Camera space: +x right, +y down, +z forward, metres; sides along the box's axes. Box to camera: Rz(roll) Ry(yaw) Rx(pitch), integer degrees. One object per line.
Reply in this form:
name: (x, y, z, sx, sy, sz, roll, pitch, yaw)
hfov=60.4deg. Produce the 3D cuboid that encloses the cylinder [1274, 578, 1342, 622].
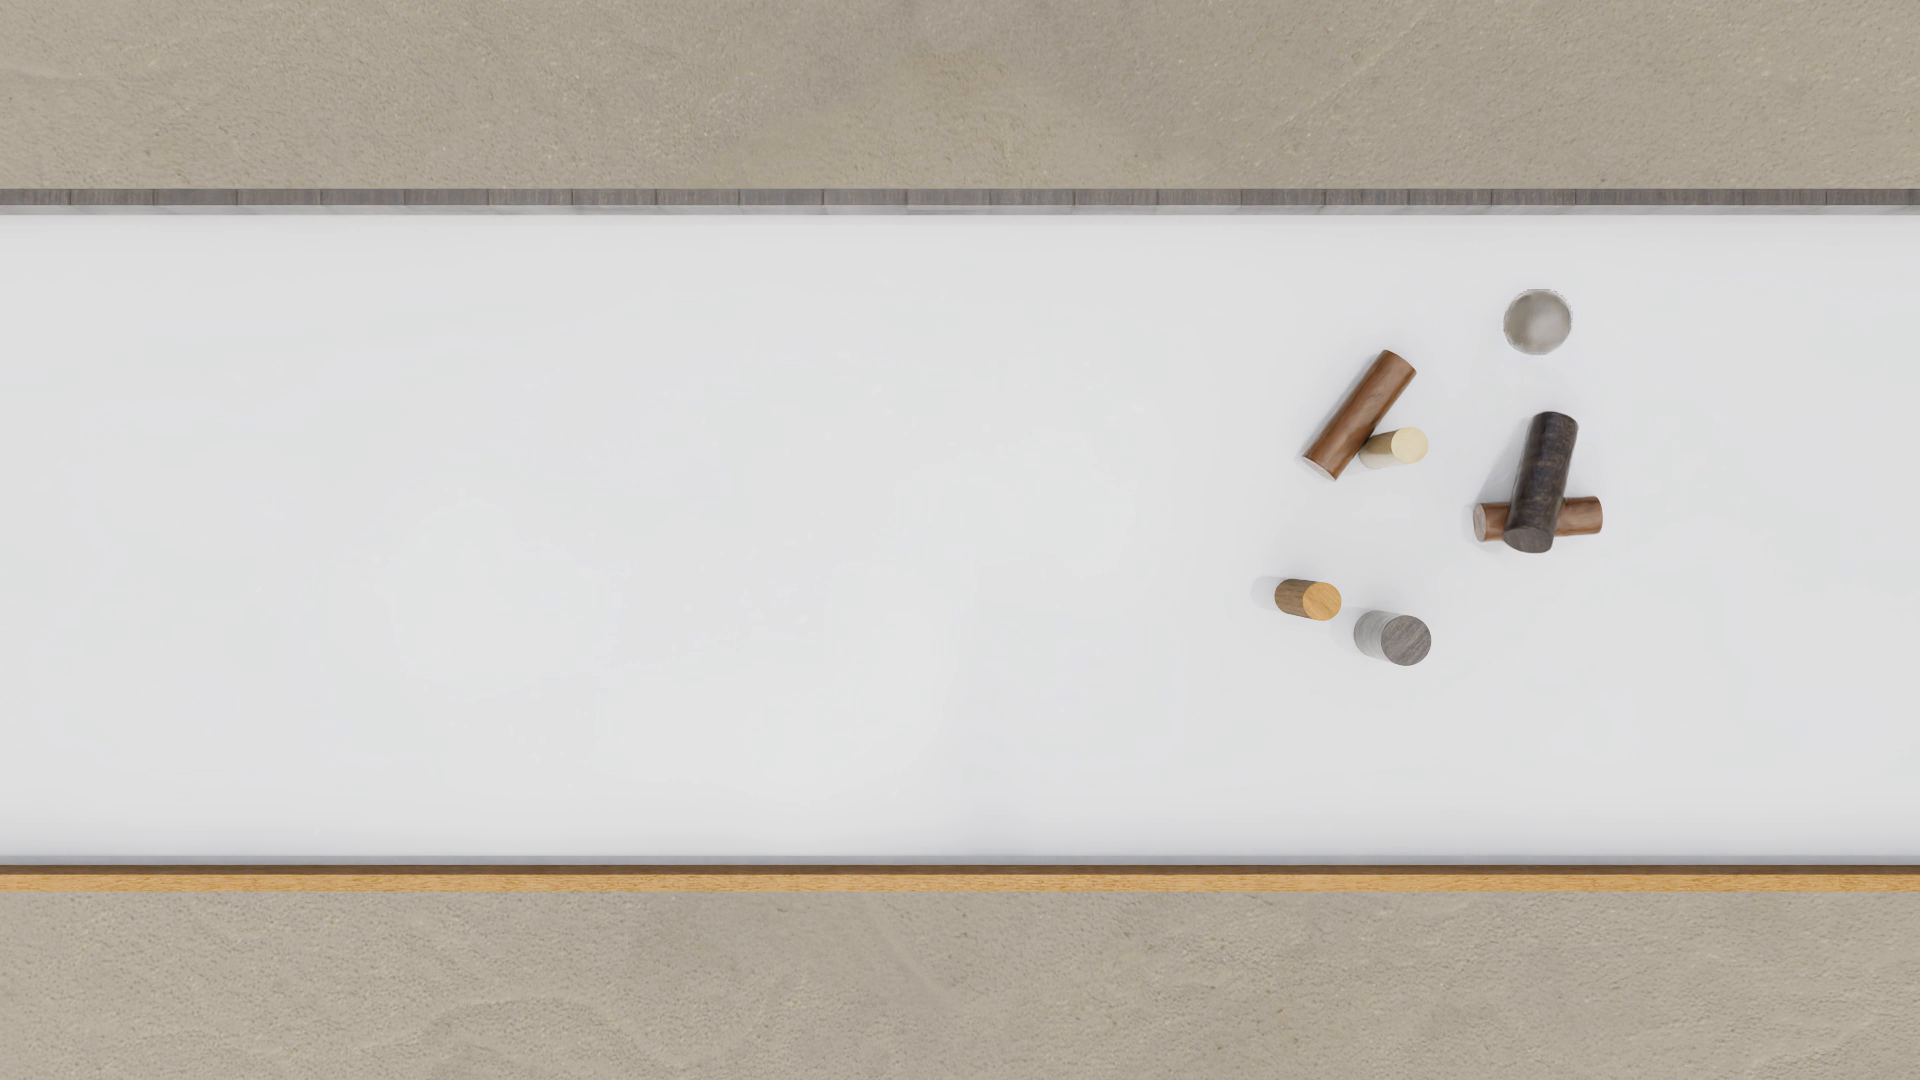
cylinder: (1.023, 0.174, 4.866, 0.110, 0.420, 0.110, 0, 90, 0)

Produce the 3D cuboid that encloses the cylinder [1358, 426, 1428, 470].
cylinder: (1.273, -0.269, 4.863, 0.105, 0.424, 0.105, 0, 90, 1)

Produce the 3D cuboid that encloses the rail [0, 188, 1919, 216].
rail: (-2.247, -1.025, 5.002, 12.000, 0.150, 0.050, 0, 90, 0)

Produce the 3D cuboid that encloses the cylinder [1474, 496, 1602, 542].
cylinder: (1.756, -0.064, 5.017, 0.352, 0.120, 0.120, -4, 90, 0)

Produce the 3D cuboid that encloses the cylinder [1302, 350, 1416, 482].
cylinder: (1.213, -0.378, 5.013, 0.127, 0.127, 0.408, 37, 90, 0)

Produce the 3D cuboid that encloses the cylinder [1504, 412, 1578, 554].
cylinder: (1.738, -0.173, 4.927, 0.138, 0.138, 0.418, 22, 66, 0)

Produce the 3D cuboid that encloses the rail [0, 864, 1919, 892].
rail: (-2.247, 1.025, 5.001, 12.000, 0.150, 0.050, 0, 90, 0)

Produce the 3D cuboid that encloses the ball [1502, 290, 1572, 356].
ball: (1.742, -0.654, 4.978, 0.197, 0.197, 0.197, 0, 90, 0)

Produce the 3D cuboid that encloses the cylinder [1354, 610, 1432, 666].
cylinder: (1.284, 0.290, 4.912, 0.147, 0.328, 0.147, 0, 90, 0)
